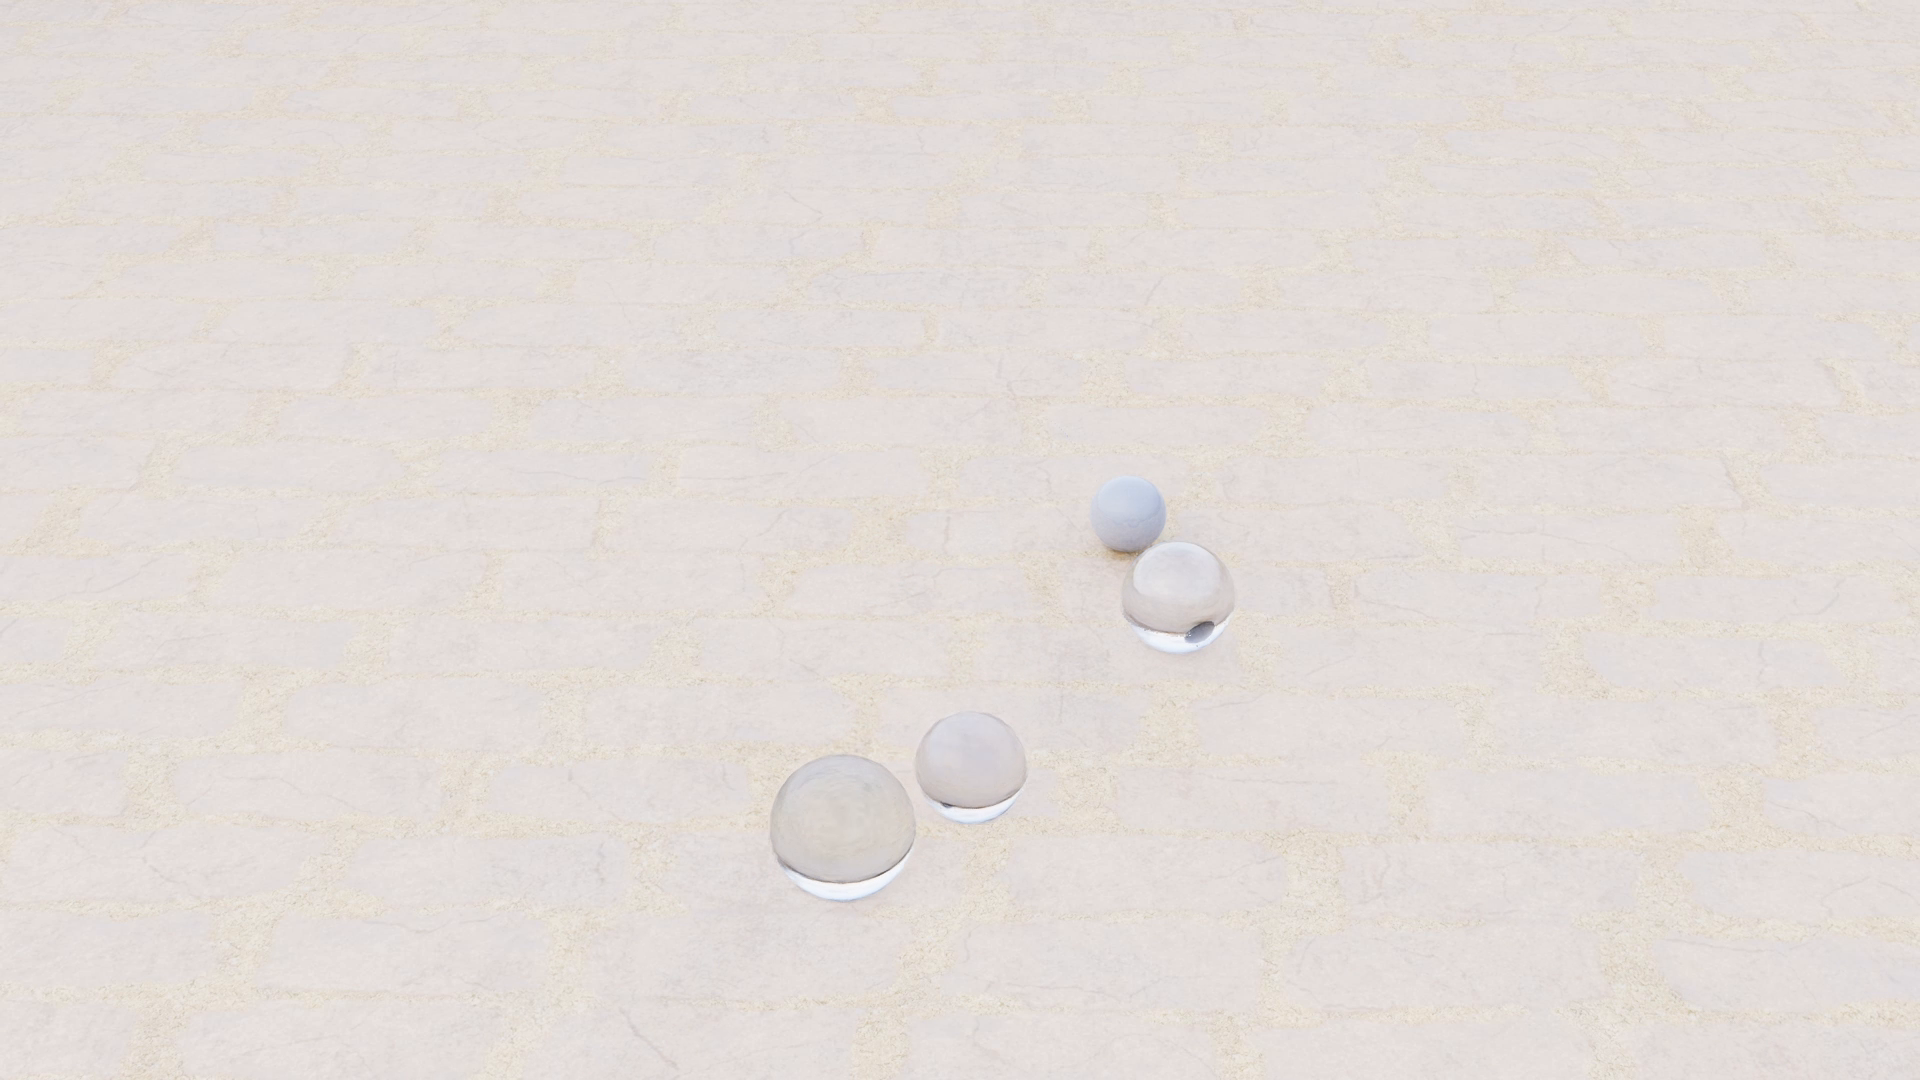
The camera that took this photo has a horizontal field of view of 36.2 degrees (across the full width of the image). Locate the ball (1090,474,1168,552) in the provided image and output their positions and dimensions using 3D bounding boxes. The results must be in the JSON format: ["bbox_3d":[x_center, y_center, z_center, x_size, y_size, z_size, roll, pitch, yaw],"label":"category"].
[{"bbox_3d":[0.101,-0.016,1.758,0.046,0.046,0.046,0,29,0],"label":"ball"}]

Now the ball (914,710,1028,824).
[{"bbox_3d":[0.005,0.116,1.509,0.058,0.058,0.058,0,29,0],"label":"ball"}]

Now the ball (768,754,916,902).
[{"bbox_3d":[-0.058,0.141,1.449,0.072,0.072,0.072,0,29,0],"label":"ball"}]

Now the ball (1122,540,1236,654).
[{"bbox_3d":[0.123,0.032,1.654,0.064,0.064,0.064,0,29,0],"label":"ball"}]
